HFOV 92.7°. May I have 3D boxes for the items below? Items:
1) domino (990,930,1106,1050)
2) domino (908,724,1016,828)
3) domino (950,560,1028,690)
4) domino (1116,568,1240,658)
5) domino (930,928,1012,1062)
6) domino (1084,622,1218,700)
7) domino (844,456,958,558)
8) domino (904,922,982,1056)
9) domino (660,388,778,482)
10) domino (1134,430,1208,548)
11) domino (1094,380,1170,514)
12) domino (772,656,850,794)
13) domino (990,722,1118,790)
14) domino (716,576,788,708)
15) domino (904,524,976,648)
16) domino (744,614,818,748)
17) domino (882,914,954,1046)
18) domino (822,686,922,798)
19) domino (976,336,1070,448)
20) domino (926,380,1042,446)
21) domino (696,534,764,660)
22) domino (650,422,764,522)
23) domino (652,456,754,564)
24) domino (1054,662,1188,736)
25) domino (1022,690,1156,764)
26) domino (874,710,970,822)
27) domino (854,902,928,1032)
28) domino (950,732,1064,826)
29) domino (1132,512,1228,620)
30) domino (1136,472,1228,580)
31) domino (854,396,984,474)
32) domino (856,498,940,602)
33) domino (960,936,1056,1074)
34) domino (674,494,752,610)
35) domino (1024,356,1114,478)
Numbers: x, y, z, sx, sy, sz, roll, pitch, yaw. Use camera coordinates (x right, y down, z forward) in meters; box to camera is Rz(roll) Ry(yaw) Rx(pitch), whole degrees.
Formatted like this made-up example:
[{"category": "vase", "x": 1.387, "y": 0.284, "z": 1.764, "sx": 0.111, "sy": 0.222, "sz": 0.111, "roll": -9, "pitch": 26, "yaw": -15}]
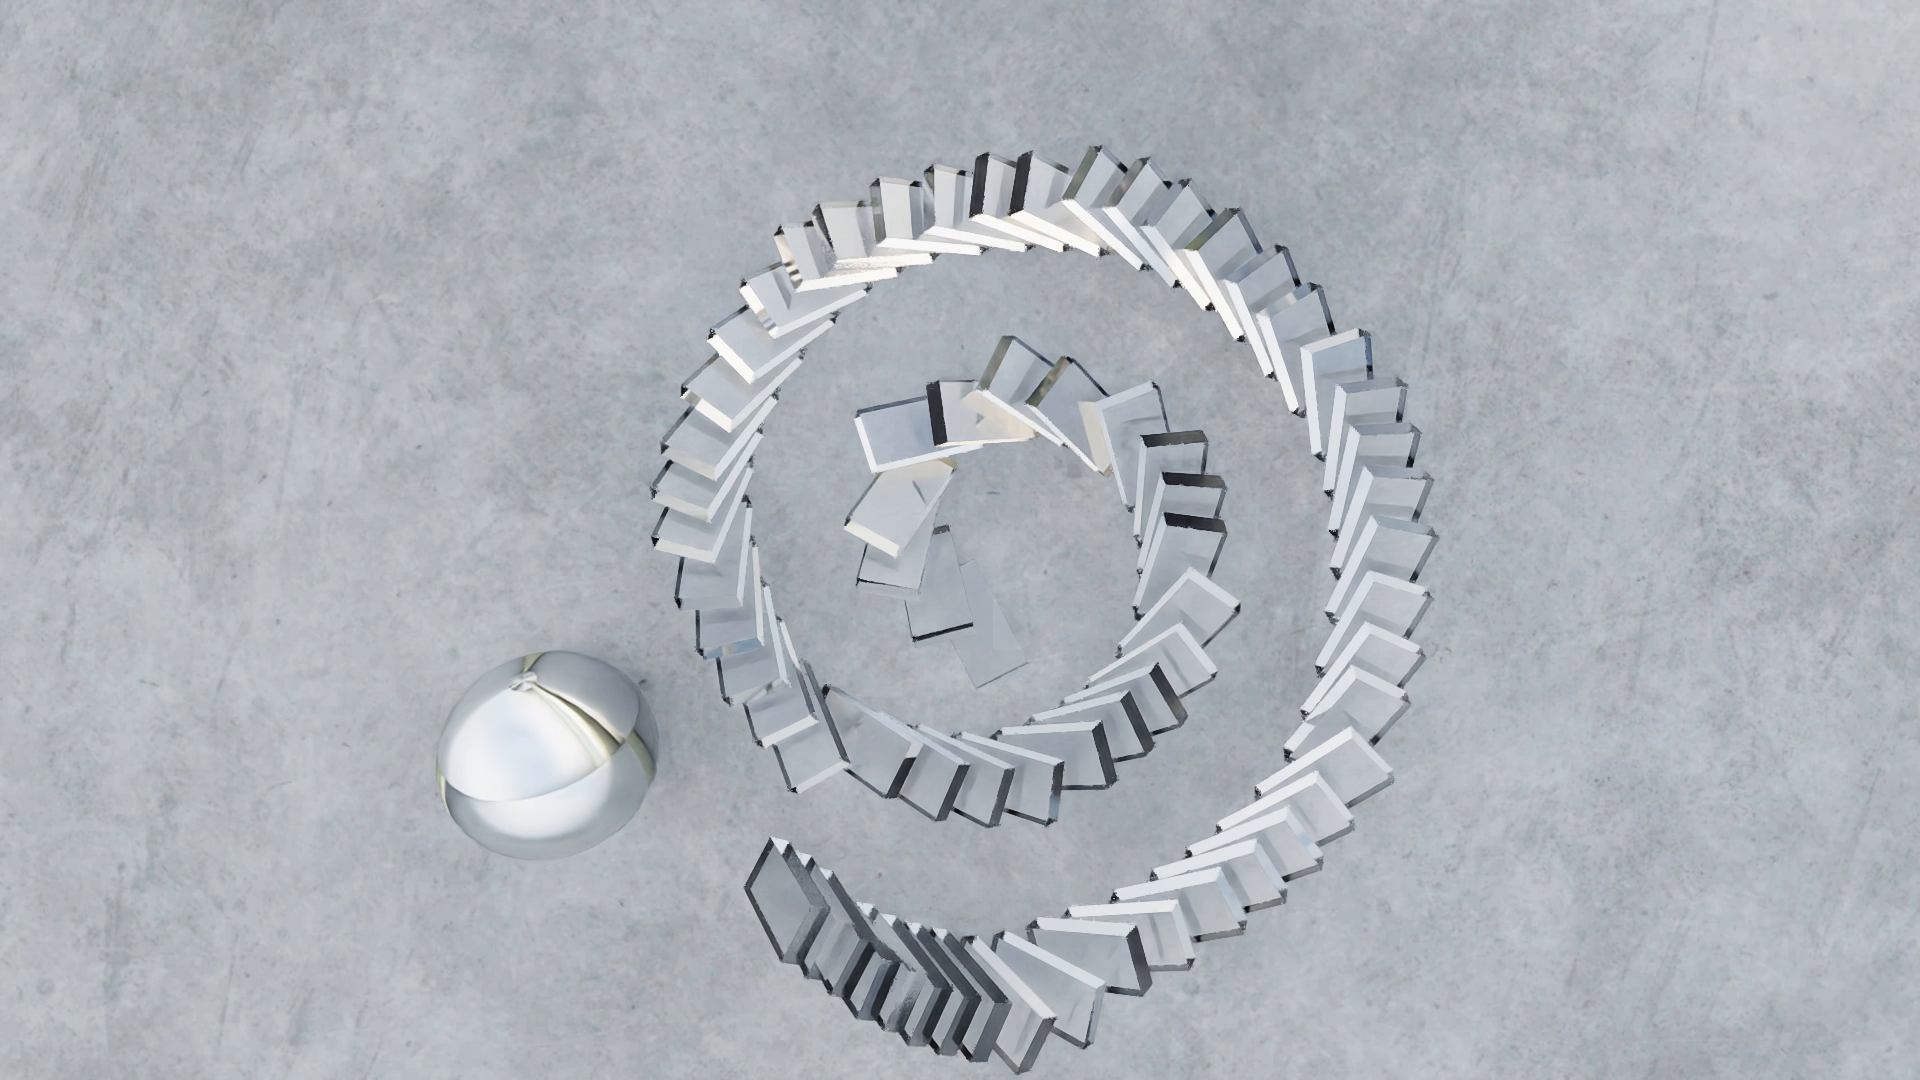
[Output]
[{"category": "domino", "x": 0.034, "y": 0.186, "z": 0.381, "sx": 0.050, "sy": 0.009, "sz": 0.025, "roll": 12, "pitch": 90, "yaw": 36}, {"category": "domino", "x": -0.003, "y": 0.097, "z": 0.382, "sx": 0.050, "sy": 0.009, "sz": 0.025, "roll": 17, "pitch": 92, "yaw": 32}, {"category": "domino", "x": 0.007, "y": 0.036, "z": 0.395, "sx": 0.025, "sy": 0.010, "sz": 0.050, "roll": -27, "pitch": 90, "yaw": 0}, {"category": "domino", "x": 0.090, "y": 0.037, "z": 0.383, "sx": 0.025, "sy": 0.010, "sz": 0.050, "roll": 35, "pitch": 122, "yaw": -2}, {"category": "domino", "x": -0.001, "y": 0.186, "z": 0.377, "sx": 0.010, "sy": 0.050, "sz": 0.025, "roll": 24, "pitch": 90, "yaw": -35}, {"category": "domino", "x": 0.079, "y": 0.058, "z": 0.383, "sx": 0.050, "sy": 0.010, "sz": 0.025, "roll": -38, "pitch": 90, "yaw": 30}, {"category": "domino", "x": -0.024, "y": -0.019, "z": 0.381, "sx": 0.025, "sy": 0.010, "sz": 0.050, "roll": 29, "pitch": 57, "yaw": 6}, {"category": "domino", "x": -0.013, "y": 0.183, "z": 0.377, "sx": 0.009, "sy": 0.050, "sz": 0.025, "roll": 25, "pitch": 90, "yaw": -34}, {"category": "domino", "x": -0.099, "y": -0.050, "z": 0.382, "sx": 0.025, "sy": 0.009, "sz": 0.050, "roll": 26, "pitch": 57, "yaw": 4}, {"category": "domino", "x": 0.087, "y": -0.021, "z": 0.381, "sx": 0.025, "sy": 0.010, "sz": 0.050, "roll": -6, "pitch": 127, "yaw": -2}, {"category": "domino", "x": 0.076, "y": -0.038, "z": 0.384, "sx": 0.025, "sy": 0.009, "sz": 0.050, "roll": -21, "pitch": 119, "yaw": 0}, {"category": "domino", "x": -0.067, "y": 0.077, "z": 0.383, "sx": 0.025, "sy": 0.009, "sz": 0.050, "roll": -30, "pitch": 62, "yaw": 3}, {"category": "domino", "x": 0.038, "y": 0.090, "z": 0.381, "sx": 0.050, "sy": 0.010, "sz": 0.025, "roll": -12, "pitch": 95, "yaw": 36}, {"category": "domino", "x": -0.089, "y": 0.042, "z": 0.382, "sx": 0.025, "sy": 0.010, "sz": 0.050, "roll": -20, "pitch": 57, "yaw": 1}, {"category": "domino", "x": -0.011, "y": 0.019, "z": 0.382, "sx": 0.025, "sy": 0.010, "sz": 0.050, "roll": -14, "pitch": 54, "yaw": 0}, {"category": "domino", "x": -0.080, "y": 0.058, "z": 0.384, "sx": 0.025, "sy": 0.010, "sz": 0.050, "roll": -26, "pitch": 60, "yaw": 0}, {"category": "domino", "x": -0.024, "y": 0.180, "z": 0.377, "sx": 0.009, "sy": 0.050, "sz": 0.025, "roll": 25, "pitch": 90, "yaw": -34}, {"category": "domino", "x": -0.042, "y": 0.084, "z": 0.383, "sx": 0.050, "sy": 0.009, "sz": 0.025, "roll": 26, "pitch": 90, "yaw": 30}, {"category": "domino", "x": 0.033, "y": -0.061, "z": 0.382, "sx": 0.050, "sy": 0.010, "sz": 0.025, "roll": 29, "pitch": 86, "yaw": -31}, {"category": "domino", "x": 0.011, "y": -0.053, "z": 0.381, "sx": 0.050, "sy": 0.010, "sz": 0.025, "roll": -8, "pitch": 90, "yaw": -37}, {"category": "domino", "x": -0.097, "y": 0.023, "z": 0.382, "sx": 0.025, "sy": 0.009, "sz": 0.050, "roll": -12, "pitch": 57, "yaw": 0}, {"category": "domino", "x": -0.105, "y": -0.033, "z": 0.382, "sx": 0.025, "sy": 0.009, "sz": 0.050, "roll": 21, "pitch": 57, "yaw": 3}, {"category": "domino", "x": -0.106, "y": -0.016, "z": 0.382, "sx": 0.025, "sy": 0.009, "sz": 0.050, "roll": 14, "pitch": 57, "yaw": 0}, {"category": "domino", "x": 0.066, "y": 0.071, "z": 0.381, "sx": 0.050, "sy": 0.009, "sz": 0.025, "roll": -30, "pitch": 92, "yaw": 38}, {"category": "domino", "x": 0.053, "y": 0.081, "z": 0.381, "sx": 0.050, "sy": 0.010, "sz": 0.025, "roll": -24, "pitch": 93, "yaw": 37}, {"category": "domino", "x": -0.022, "y": 0.093, "z": 0.383, "sx": 0.050, "sy": 0.009, "sz": 0.025, "roll": 24, "pitch": 91, "yaw": 32}, {"category": "domino", "x": -0.034, "y": 0.174, "z": 0.376, "sx": 0.010, "sy": 0.050, "sz": 0.025, "roll": 25, "pitch": 89, "yaw": -34}, {"category": "domino", "x": 0.018, "y": 0.099, "z": 0.382, "sx": 0.050, "sy": 0.010, "sz": 0.025, "roll": 8, "pitch": 94, "yaw": 33}, {"category": "domino", "x": 0.090, "y": 0.013, "z": 0.381, "sx": 0.025, "sy": 0.009, "sz": 0.050, "roll": 7, "pitch": 126, "yaw": -4}, {"category": "domino", "x": 0.091, "y": -0.004, "z": 0.381, "sx": 0.025, "sy": 0.010, "sz": 0.050, "roll": 3, "pitch": 126, "yaw": -4}, {"category": "domino", "x": -0.016, "y": -0.047, "z": 0.385, "sx": 0.050, "sy": 0.010, "sz": 0.025, "roll": -15, "pitch": 79, "yaw": -20}, {"category": "domino", "x": -0.025, "y": 0.000, "z": 0.381, "sx": 0.025, "sy": 0.009, "sz": 0.050, "roll": 10, "pitch": 55, "yaw": 2}, {"category": "domino", "x": 0.014, "y": 0.191, "z": 0.378, "sx": 0.050, "sy": 0.010, "sz": 0.025, "roll": 29, "pitch": 94, "yaw": 44}, {"category": "domino", "x": -0.102, "y": 0.005, "z": 0.382, "sx": 0.025, "sy": 0.009, "sz": 0.050, "roll": -3, "pitch": 56, "yaw": 0}, {"category": "domino", "x": 0.052, "y": -0.051, "z": 0.382, "sx": 0.050, "sy": 0.009, "sz": 0.025, "roll": 38, "pitch": 89, "yaw": -33}]
